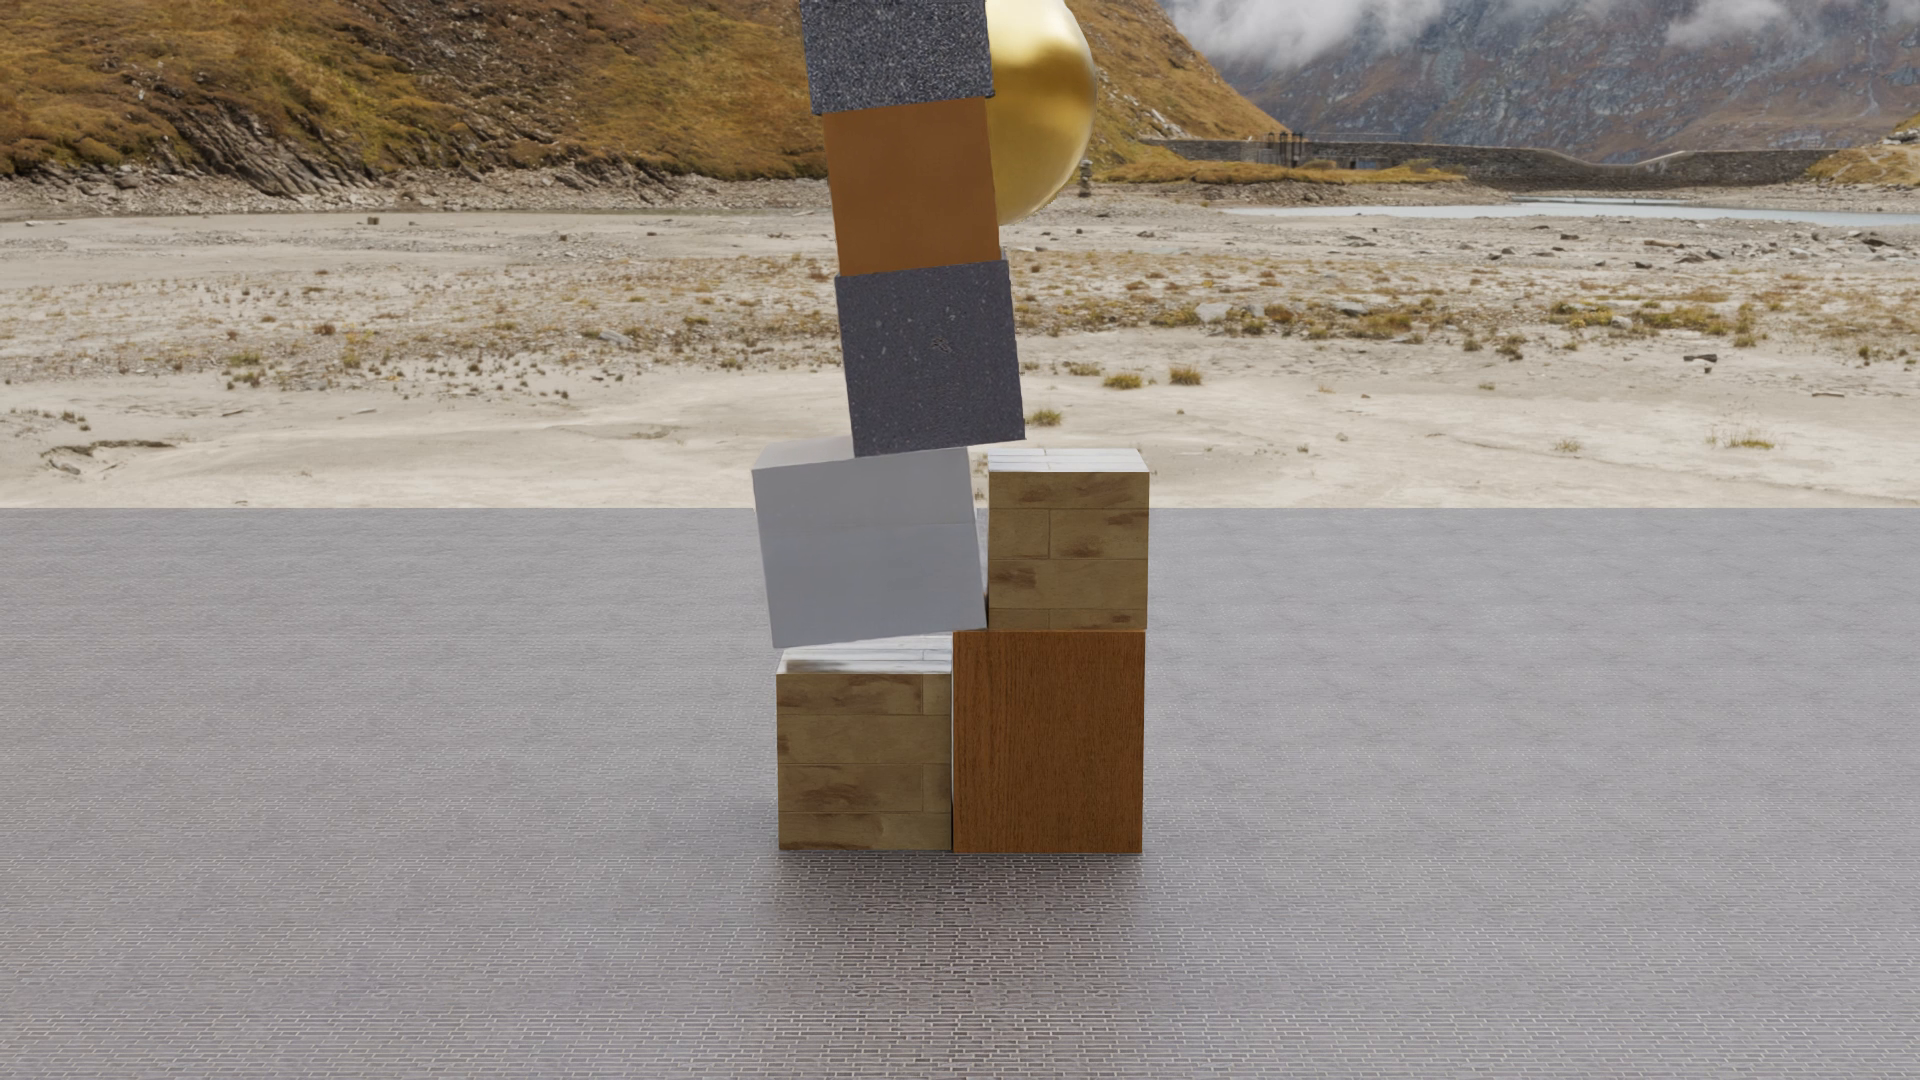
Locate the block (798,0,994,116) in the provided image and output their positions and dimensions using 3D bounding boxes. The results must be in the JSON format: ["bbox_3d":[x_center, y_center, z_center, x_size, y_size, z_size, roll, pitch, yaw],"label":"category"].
[{"bbox_3d":[-0.306,-2.479,10.747,0.868,0.706,0.816,-6,10,1],"label":"block"}]

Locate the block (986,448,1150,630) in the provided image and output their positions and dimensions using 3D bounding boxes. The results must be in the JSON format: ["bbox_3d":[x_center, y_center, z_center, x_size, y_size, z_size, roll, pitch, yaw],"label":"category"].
[{"bbox_3d":[0.532,-0.020,11.171,0.780,0.784,0.828,0,10,0],"label":"block"}]

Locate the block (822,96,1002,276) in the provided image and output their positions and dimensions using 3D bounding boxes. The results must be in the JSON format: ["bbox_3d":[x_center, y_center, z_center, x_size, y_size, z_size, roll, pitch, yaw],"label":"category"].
[{"bbox_3d":[-0.228,-1.751,10.853,0.776,0.773,0.773,-6,10,1],"label":"block"}]

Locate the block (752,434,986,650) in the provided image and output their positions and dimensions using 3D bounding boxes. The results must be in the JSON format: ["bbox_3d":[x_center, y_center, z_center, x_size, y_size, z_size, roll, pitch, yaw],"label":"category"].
[{"bbox_3d":[-0.440,-0.040,11.185,1.054,0.900,0.936,-6,10,1],"label":"block"}]

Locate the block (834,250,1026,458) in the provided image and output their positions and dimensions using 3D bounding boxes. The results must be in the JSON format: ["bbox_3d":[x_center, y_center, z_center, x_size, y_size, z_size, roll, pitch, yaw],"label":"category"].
[{"bbox_3d":[-0.141,-0.947,11.011,0.837,0.874,0.856,-6,10,1],"label":"block"}]

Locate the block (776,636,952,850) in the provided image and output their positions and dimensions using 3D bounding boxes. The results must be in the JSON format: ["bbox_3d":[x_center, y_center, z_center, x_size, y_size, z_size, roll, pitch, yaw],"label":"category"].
[{"bbox_3d":[-0.476,1.031,11.365,0.865,0.905,0.857,0,10,0],"label":"block"}]

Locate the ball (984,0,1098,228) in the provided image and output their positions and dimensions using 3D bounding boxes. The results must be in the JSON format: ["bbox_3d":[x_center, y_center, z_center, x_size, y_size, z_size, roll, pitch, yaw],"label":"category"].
[{"bbox_3d":[0.000,-2.591,12.818,1.600,1.600,1.600,0,10,0],"label":"ball"}]

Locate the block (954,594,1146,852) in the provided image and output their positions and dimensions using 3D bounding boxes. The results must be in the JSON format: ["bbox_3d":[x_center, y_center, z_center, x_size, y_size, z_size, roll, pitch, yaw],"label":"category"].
[{"bbox_3d":[0.437,0.924,11.331,0.942,1.129,0.929,0,10,0],"label":"block"}]
